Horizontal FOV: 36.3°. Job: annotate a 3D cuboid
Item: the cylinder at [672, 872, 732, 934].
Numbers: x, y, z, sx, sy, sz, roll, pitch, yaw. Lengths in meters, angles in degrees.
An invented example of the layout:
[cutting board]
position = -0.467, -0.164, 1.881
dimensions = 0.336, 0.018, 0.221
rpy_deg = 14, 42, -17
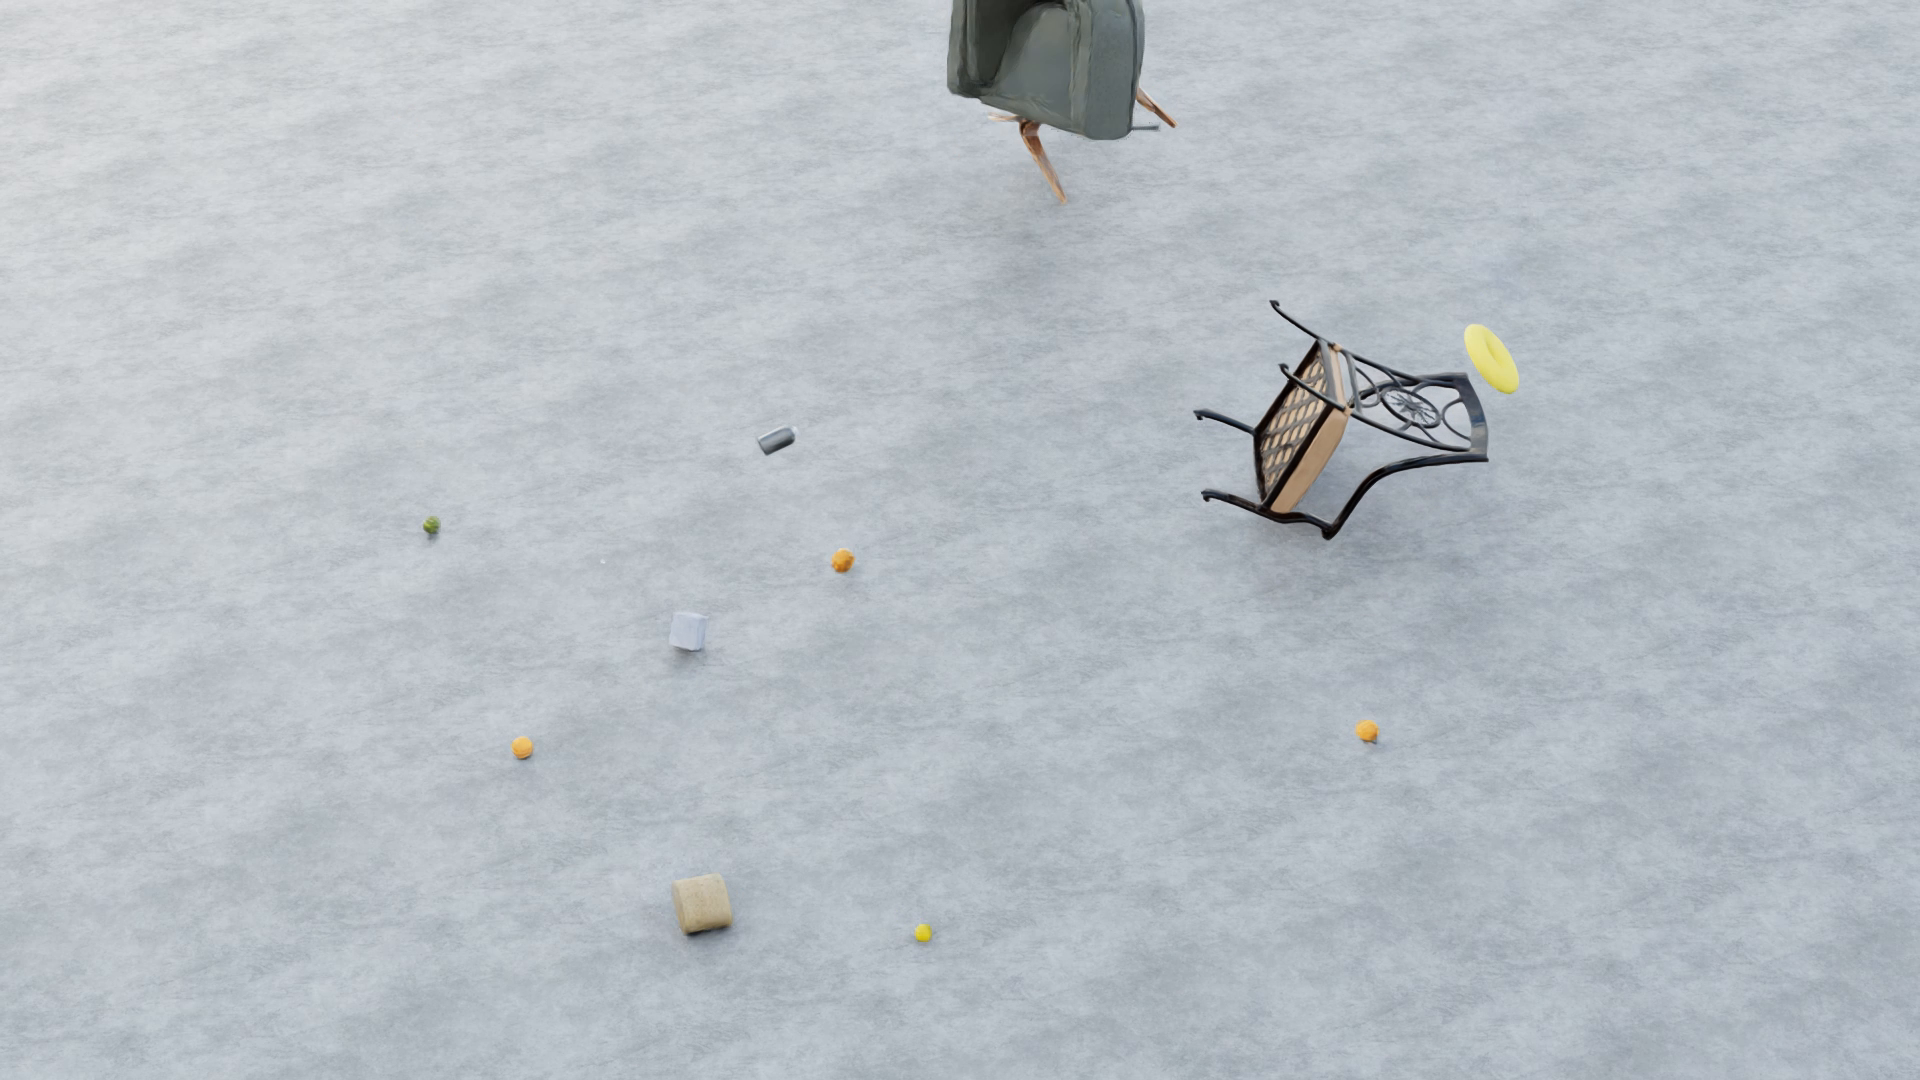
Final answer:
[cylinder]
position = -0.802, 1.127, 9.106
dimensions = 0.148, 0.128, 0.180
rpy_deg = -9, 53, -17

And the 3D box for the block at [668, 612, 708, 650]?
[block]
position = -0.957, 0.319, 10.327
dimensions = 0.097, 0.114, 0.089
rpy_deg = 12, 5, 15

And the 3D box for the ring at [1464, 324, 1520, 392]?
[ring]
position = 1.940, -0.663, 10.698
dimensions = 0.282, 0.068, 0.295
rpy_deg = 1, 58, -57
